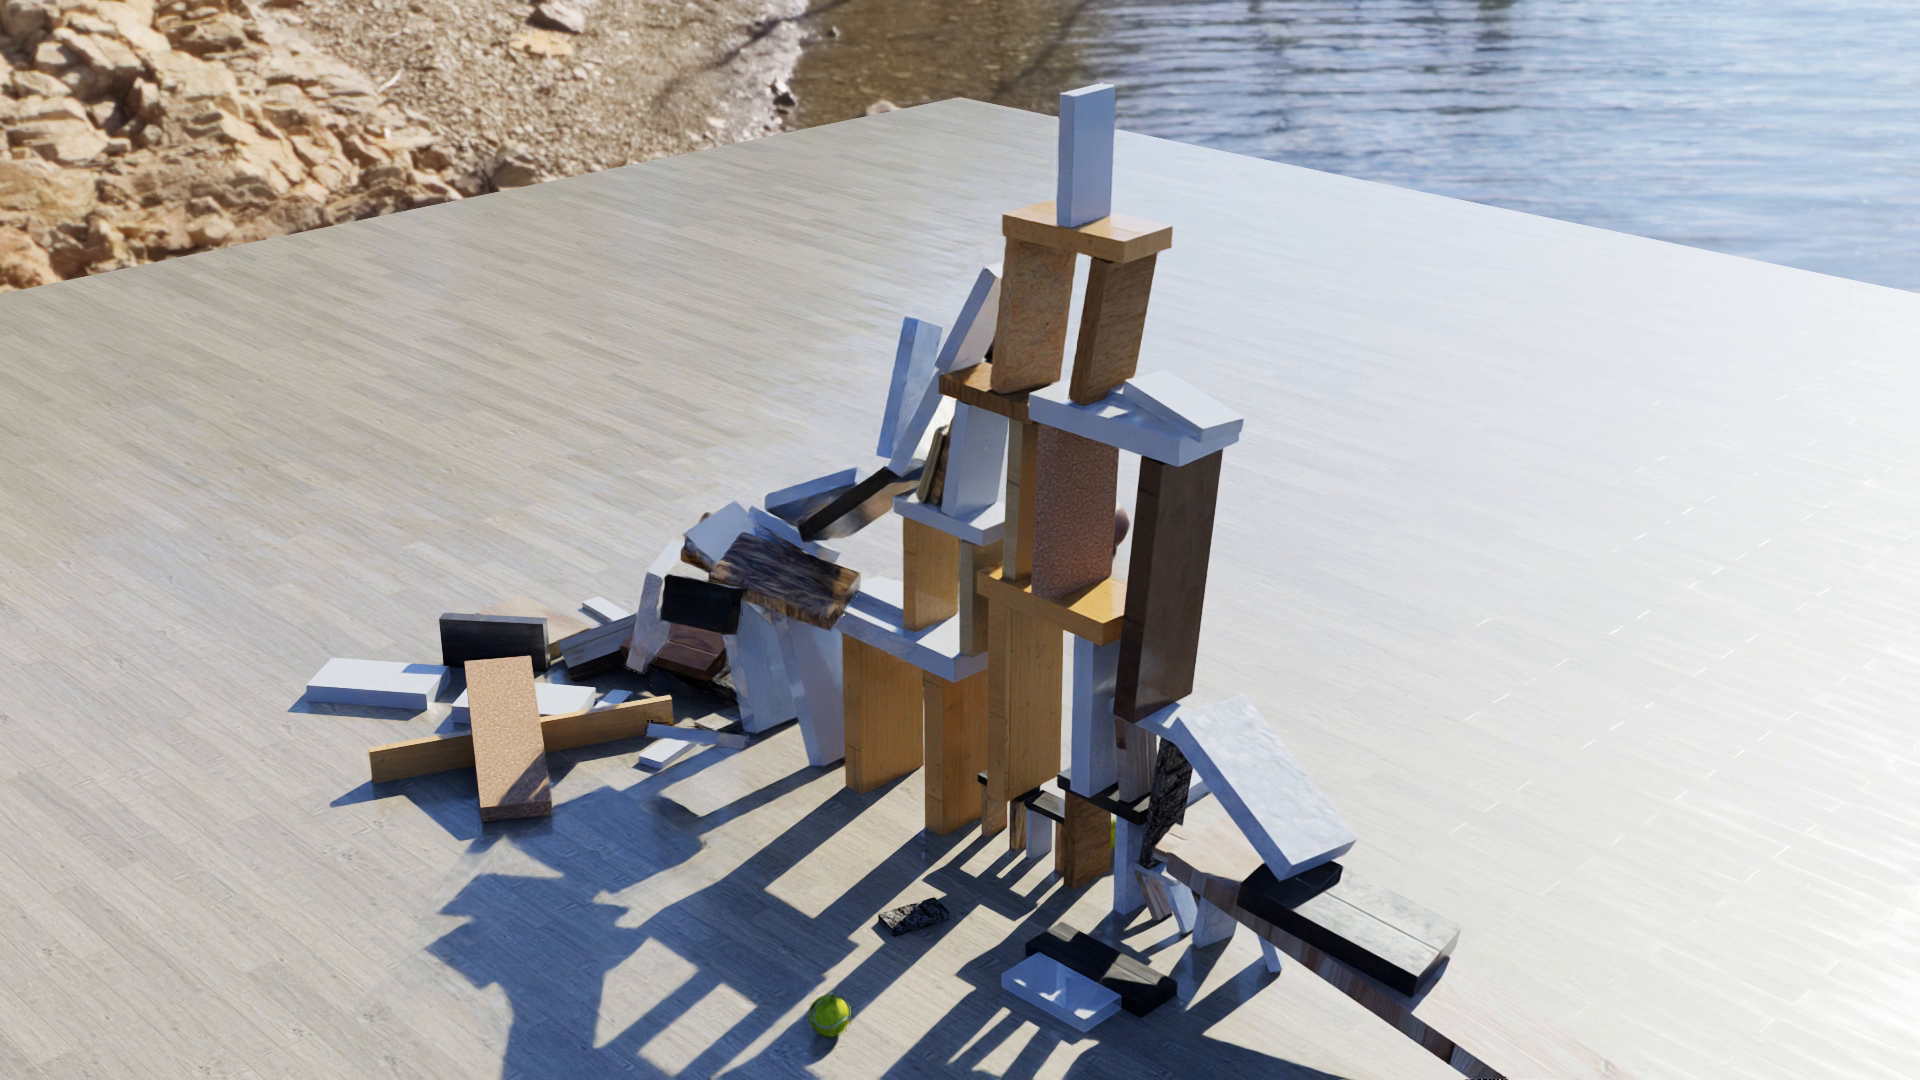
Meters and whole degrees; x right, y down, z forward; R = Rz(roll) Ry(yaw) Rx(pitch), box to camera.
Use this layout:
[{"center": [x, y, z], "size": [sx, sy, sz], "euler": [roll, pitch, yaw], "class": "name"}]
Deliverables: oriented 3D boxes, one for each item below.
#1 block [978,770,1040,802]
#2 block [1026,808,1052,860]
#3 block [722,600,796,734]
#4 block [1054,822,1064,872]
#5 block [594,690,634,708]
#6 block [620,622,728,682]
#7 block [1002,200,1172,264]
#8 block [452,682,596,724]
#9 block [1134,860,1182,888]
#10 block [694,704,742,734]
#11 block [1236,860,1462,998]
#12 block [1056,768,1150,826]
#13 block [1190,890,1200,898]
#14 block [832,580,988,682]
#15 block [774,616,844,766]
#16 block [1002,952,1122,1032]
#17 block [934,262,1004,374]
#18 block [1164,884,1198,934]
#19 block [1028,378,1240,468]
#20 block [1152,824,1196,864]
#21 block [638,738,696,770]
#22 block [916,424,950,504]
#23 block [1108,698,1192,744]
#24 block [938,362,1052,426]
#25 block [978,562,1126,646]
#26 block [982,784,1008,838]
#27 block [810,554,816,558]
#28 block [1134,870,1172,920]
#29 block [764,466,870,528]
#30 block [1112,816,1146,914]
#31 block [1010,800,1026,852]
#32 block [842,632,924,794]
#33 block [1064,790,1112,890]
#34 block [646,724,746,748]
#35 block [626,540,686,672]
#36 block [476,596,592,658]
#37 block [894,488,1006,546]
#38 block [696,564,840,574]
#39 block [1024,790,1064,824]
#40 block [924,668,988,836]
[{"center": [0.096, 0.478, 4.319], "size": [0.058, 0.016, 0.115], "euler": [-21, 31, -40], "class": "block"}, {"center": [0.154, 0.565, 4.291], "size": [0.054, 0.107, 0.015], "euler": [-17, 28, -34], "class": "block"}, {"center": [-0.425, 0.231, 4.784], "size": [0.169, 0.338, 0.048], "euler": [-20, 14, -39], "class": "block"}, {"center": [0.208, 0.583, 4.250], "size": [0.054, 0.107, 0.015], "euler": [-21, 30, -40], "class": "block"}, {"center": [-0.771, 0.361, 4.891], "size": [0.049, 0.014, 0.097], "euler": [7, 24, 17], "class": "block"}, {"center": [-0.635, 0.240, 4.960], "size": [0.236, 0.033, 0.118], "euler": [14, 45, 26], "class": "block"}, {"center": [0.216, -0.530, 3.765], "size": [0.266, 0.038, 0.133], "euler": [19, 30, 38], "class": "block"}, {"center": [-0.961, 0.364, 4.853], "size": [0.281, 0.040, 0.140], "euler": [4, 23, 9], "class": "block"}, {"center": [0.375, 0.610, 4.067], "size": [0.049, 0.014, 0.099], "euler": [-21, 29, -40], "class": "block"}, {"center": [-0.503, 0.392, 4.807], "size": [0.071, 0.020, 0.141], "euler": [17, 28, 42], "class": "block"}, {"center": [0.657, 0.636, 3.720], "size": [0.335, 0.047, 0.167], "euler": [25, 35, 28], "class": "block"}, {"center": [0.290, 0.466, 4.104], "size": [0.203, 0.029, 0.102], "euler": [21, 31, 41], "class": "block"}, {"center": [0.498, 0.655, 4.196], "size": [0.119, 0.017, 0.059], "euler": [-11, 25, -23], "class": "block"}, {"center": [-0.073, 0.177, 4.373], "size": [0.177, 0.050, 0.354], "euler": [-21, 31, -40], "class": "block"}, {"center": [-0.280, 0.289, 4.651], "size": [0.169, 0.338, 0.048], "euler": [-21, 12, -41], "class": "block"}, {"center": [0.177, 0.792, 3.859], "size": [0.195, 0.028, 0.098], "euler": [21, 31, 40], "class": "block"}, {"center": [0.040, -0.410, 4.047], "size": [0.032, 0.223, 0.112], "euler": [41, 33, 20], "class": "block"}, {"center": [0.411, 0.671, 4.059], "size": [0.014, 0.099, 0.049], "euler": [-16, 6, 45], "class": "block"}, {"center": [0.300, -0.213, 3.818], "size": [0.335, 0.047, 0.167], "euler": [21, 31, 39], "class": "block"}, {"center": [0.439, 0.572, 3.945], "size": [0.166, 0.024, 0.083], "euler": [22, 35, 24], "class": "block"}, {"center": [-0.623, 0.448, 4.682], "size": [0.061, 0.017, 0.122], "euler": [13, 26, 27], "class": "block"}, {"center": [-0.030, -0.150, 4.176], "size": [0.023, 0.159, 0.080], "euler": [37, 38, 28], "class": "block"}, {"center": [0.360, 0.316, 3.968], "size": [0.167, 0.024, 0.084], "euler": [25, 33, 35], "class": "block"}, {"center": [0.087, -0.268, 4.006], "size": [0.119, 0.034, 0.238], "euler": [-21, 31, -40], "class": "block"}, {"center": [0.200, 0.102, 4.053], "size": [0.159, 0.045, 0.319], "euler": [-21, 30, -40], "class": "block"}, {"center": [0.069, 0.528, 4.369], "size": [0.058, 0.115, 0.016], "euler": [-21, 31, -40], "class": "block"}, {"center": [-0.432, 0.011, 4.703], "size": [0.118, 0.033, 0.236], "euler": [-21, 32, -40], "class": "block"}, {"center": [0.363, 0.654, 4.101], "size": [0.049, 0.099, 0.014], "euler": [-22, 0, -41], "class": "block"}, {"center": [-0.265, -0.082, 4.495], "size": [0.249, 0.035, 0.125], "euler": [-15, -31, 36], "class": "block"}, {"center": [0.333, 0.589, 4.112], "size": [0.029, 0.203, 0.102], "euler": [21, 31, 41], "class": "block"}, {"center": [0.123, 0.549, 4.319], "size": [0.016, 0.115, 0.058], "euler": [21, 31, 40], "class": "block"}, {"center": [-0.157, 0.330, 4.530], "size": [0.177, 0.354, 0.050], "euler": [-21, 31, -41], "class": "block"}, {"center": [0.244, 0.555, 4.193], "size": [0.102, 0.203, 0.029], "euler": [-21, 30, -40], "class": "block"}, {"center": [-0.543, 0.403, 4.530], "size": [0.185, 0.026, 0.093], "euler": [4, -7, 33], "class": "block"}, {"center": [-0.656, 0.143, 4.770], "size": [0.038, 0.271, 0.135], "euler": [23, 36, 6], "class": "block"}, {"center": [-1.012, 0.207, 5.225], "size": [0.269, 0.038, 0.135], "euler": [20, 30, 39], "class": "block"}, {"center": [-0.001, -0.053, 4.196], "size": [0.239, 0.034, 0.119], "euler": [21, 31, 40], "class": "block"}, {"center": [-0.394, 0.064, 4.686], "size": [0.169, 0.048, 0.338], "euler": [-20, 31, -39], "class": "block"}, {"center": [0.182, 0.517, 4.249], "size": [0.107, 0.015, 0.054], "euler": [21, 31, 40], "class": "block"}, {"center": [0.010, 0.395, 4.377], "size": [0.177, 0.354, 0.050], "euler": [-21, 31, -41], "class": "block"}]
